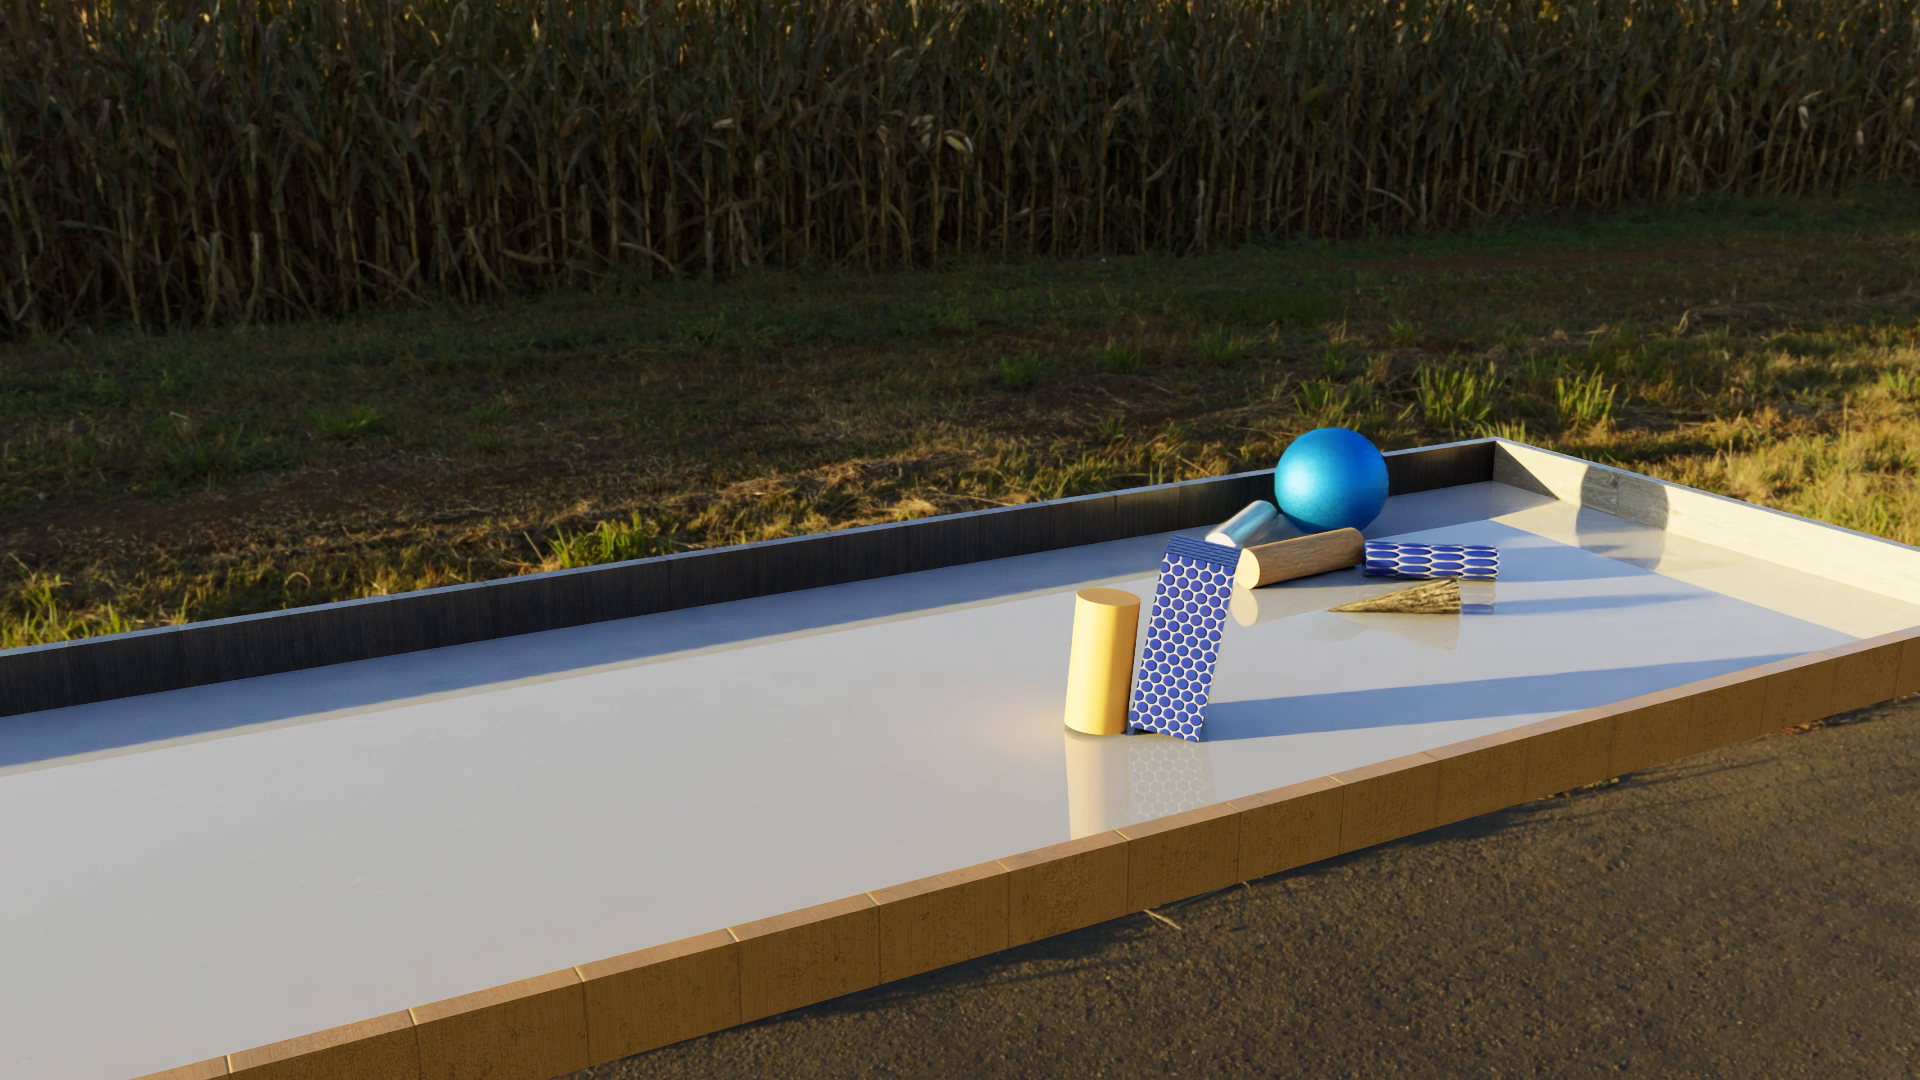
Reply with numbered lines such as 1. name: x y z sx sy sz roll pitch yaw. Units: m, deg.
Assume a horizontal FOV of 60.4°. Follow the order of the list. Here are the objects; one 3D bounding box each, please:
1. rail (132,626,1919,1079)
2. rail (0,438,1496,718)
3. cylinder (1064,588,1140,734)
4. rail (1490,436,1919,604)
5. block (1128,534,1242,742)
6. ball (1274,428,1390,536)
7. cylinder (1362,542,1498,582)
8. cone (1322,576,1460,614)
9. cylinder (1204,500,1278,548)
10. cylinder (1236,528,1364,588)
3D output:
1. rail: -2.336 1.006 1.665 12.000 0.150 0.050 -9 18 -27
2. rail: -3.305 0.497 3.399 12.000 0.150 0.050 -9 18 -27
3. cylinder: 0.330 0.280 3.831 0.147 0.310 0.147 4 14 -1
4. rail: 2.466 -0.048 5.253 0.050 0.150 2.100 -9 18 -27
5. block: 0.519 0.225 3.799 0.162 0.426 0.162 13 19 11
6. ball: 1.202 -0.184 5.337 0.363 0.363 0.363 0 16 0
7. cylinder: 1.408 0.064 4.948 0.384 0.107 0.107 2 16 7
8. cone: 1.210 0.178 4.655 0.373 0.106 0.106 -7 16 5
9. cylinder: 0.890 -0.021 5.226 0.113 0.113 0.434 8 18 26
10. cylinder: 1.024 0.052 4.968 0.433 0.119 0.119 -10 19 -31
